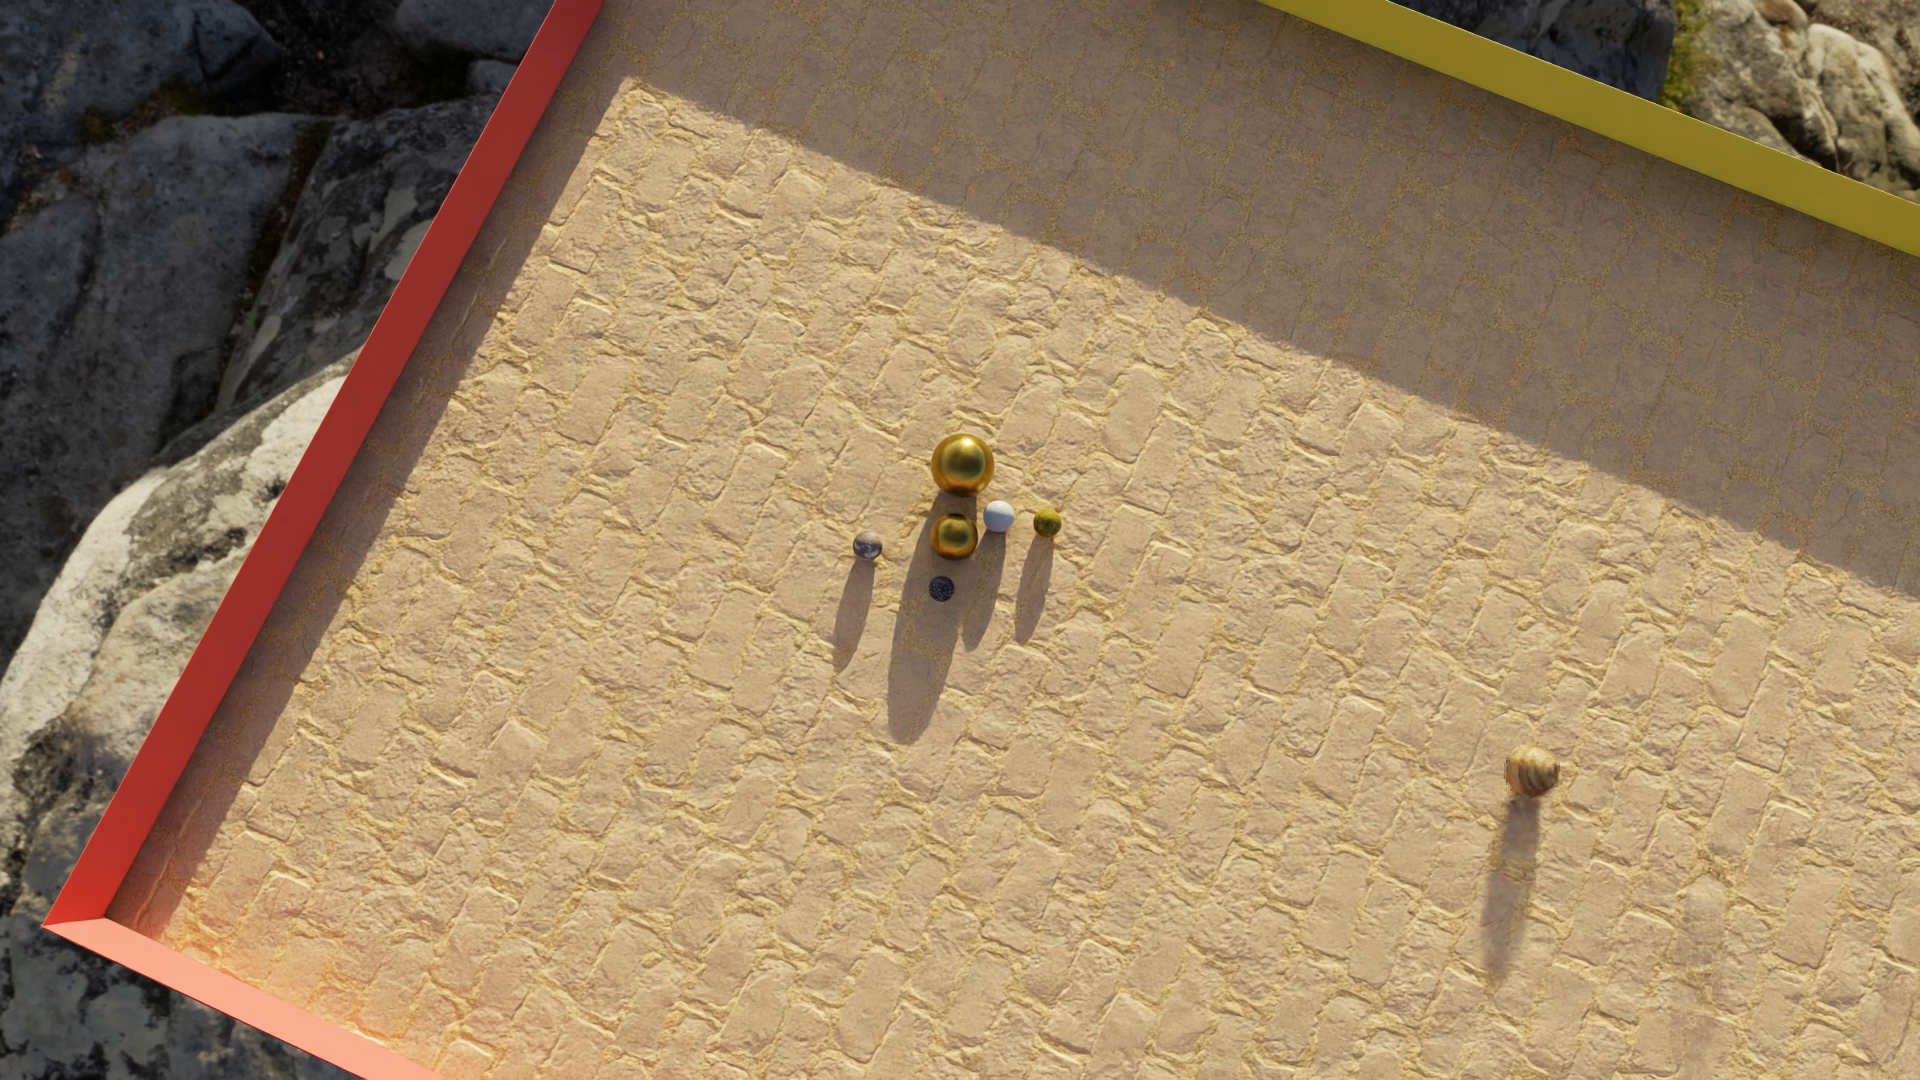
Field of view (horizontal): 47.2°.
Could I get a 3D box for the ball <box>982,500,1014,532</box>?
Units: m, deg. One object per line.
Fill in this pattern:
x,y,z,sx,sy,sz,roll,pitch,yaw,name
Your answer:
0.060,-0.036,3.392,0.049,0.049,0.049,0,74,0,ball

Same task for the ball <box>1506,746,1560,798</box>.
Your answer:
0.851,0.344,3.266,0.076,0.076,0.076,0,74,0,ball

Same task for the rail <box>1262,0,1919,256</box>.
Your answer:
1.292,-0.566,3.504,3.787,0.129,0.045,23,75,7,rail

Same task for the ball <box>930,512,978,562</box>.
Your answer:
-0.009,-0.005,3.369,0.074,0.074,0.074,0,74,0,ball

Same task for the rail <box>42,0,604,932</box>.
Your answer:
-0.844,-0.369,3.446,0.045,0.129,2.152,23,75,7,rail

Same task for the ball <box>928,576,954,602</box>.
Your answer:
-0.028,0.075,3.364,0.040,0.040,0.040,0,74,0,ball

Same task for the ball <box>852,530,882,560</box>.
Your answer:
-0.142,0.009,3.380,0.046,0.046,0.046,0,74,0,ball

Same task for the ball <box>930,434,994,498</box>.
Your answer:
0.004,-0.115,3.389,0.099,0.099,0.099,0,74,0,ball

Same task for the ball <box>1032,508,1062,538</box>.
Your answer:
0.135,-0.026,3.391,0.045,0.045,0.045,0,74,0,ball

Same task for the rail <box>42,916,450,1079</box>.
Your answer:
0.440,1.281,2.962,3.787,0.129,0.045,23,75,7,rail
